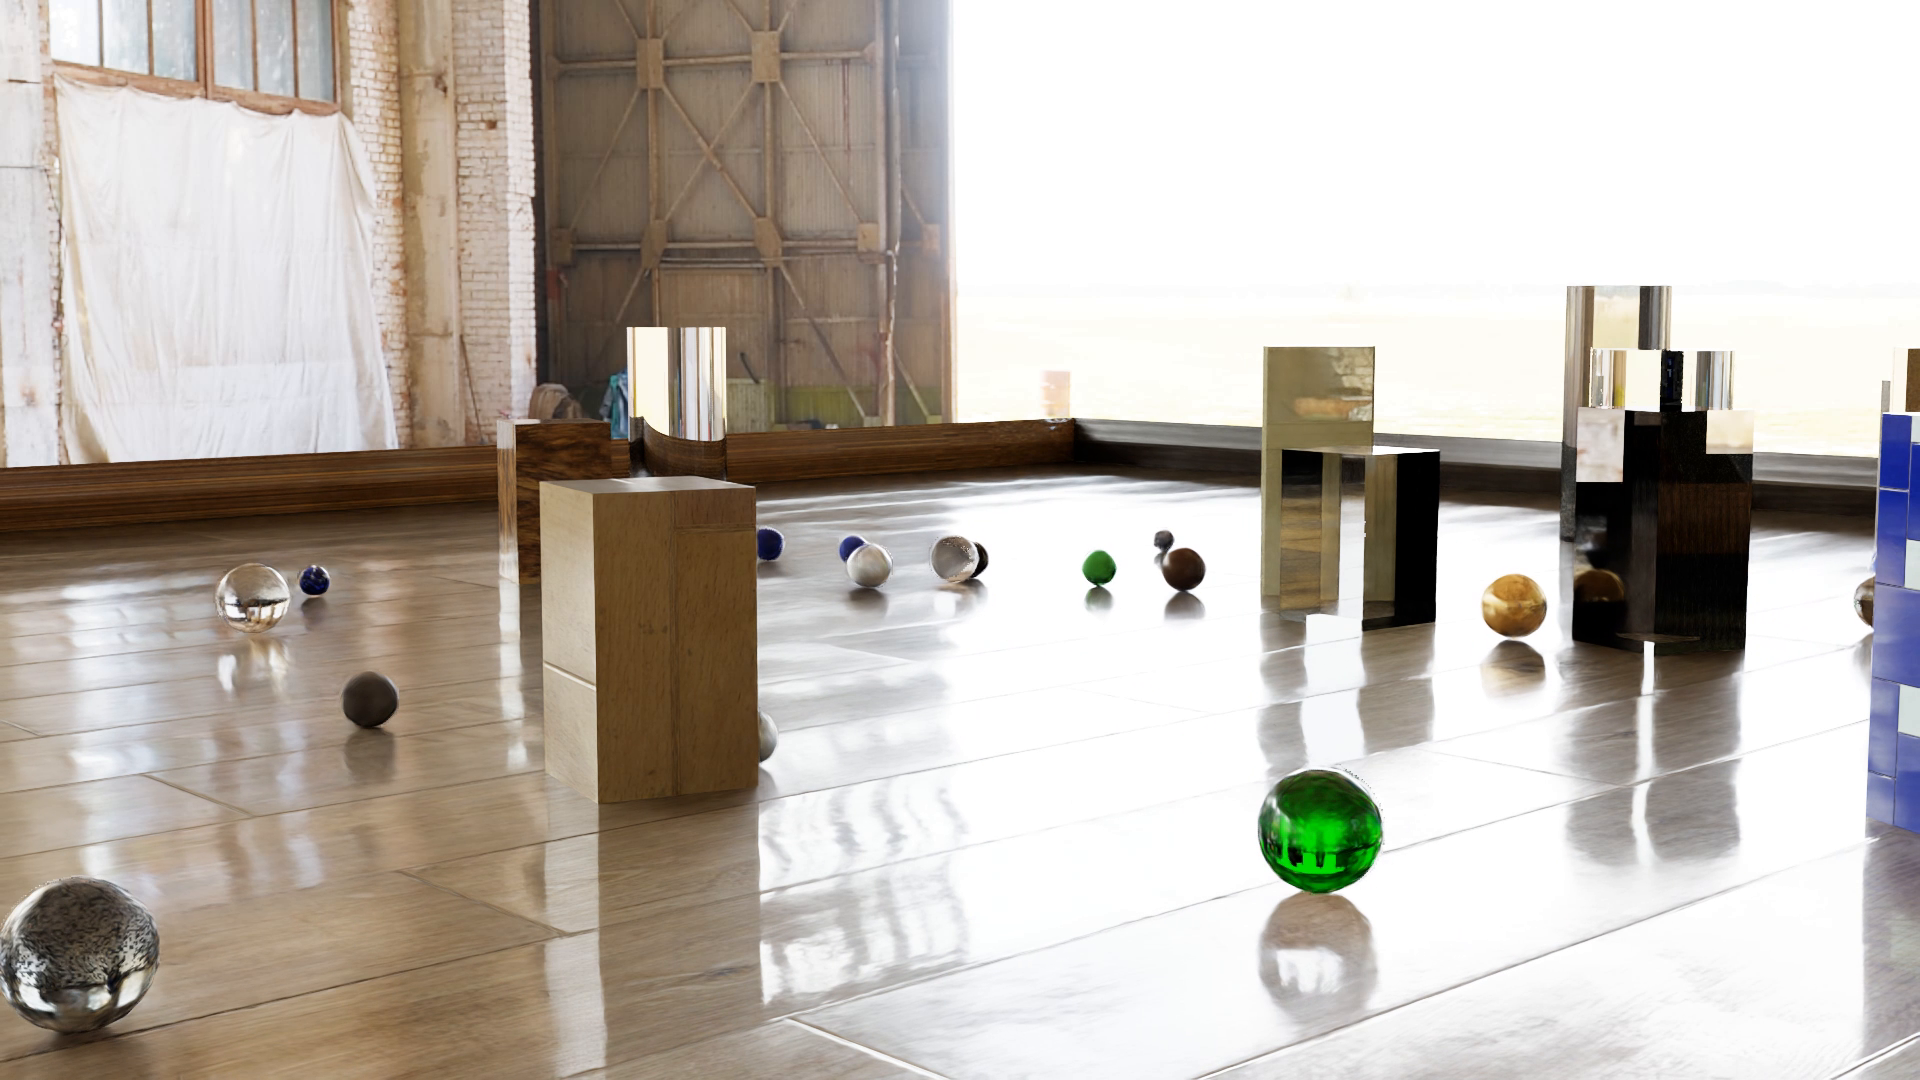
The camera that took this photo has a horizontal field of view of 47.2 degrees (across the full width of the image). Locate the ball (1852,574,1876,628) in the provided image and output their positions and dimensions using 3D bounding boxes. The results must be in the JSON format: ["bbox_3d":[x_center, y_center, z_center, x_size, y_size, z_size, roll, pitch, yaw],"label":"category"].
[{"bbox_3d":[1.287,0.086,3.060,0.082,0.082,0.082,0,6,0],"label":"ball"}]

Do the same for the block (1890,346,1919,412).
[{"bbox_3d":[1.483,-0.093,3.291,0.157,0.389,0.157,2,6,15],"label":"block"}]

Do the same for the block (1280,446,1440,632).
[{"bbox_3d":[0.572,-0.006,3.153,0.157,0.246,0.157,-5,8,-38],"label":"block"}]

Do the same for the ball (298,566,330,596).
[{"bbox_3d":[-1.007,0.064,3.432,0.047,0.047,0.047,0,6,0],"label":"ball"}]

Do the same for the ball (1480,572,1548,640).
[{"bbox_3d":[0.752,0.090,2.983,0.090,0.090,0.090,0,6,0],"label":"ball"}]

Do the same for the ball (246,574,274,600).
[{"bbox_3d":[-1.077,0.072,3.388,0.041,0.041,0.041,0,6,0],"label":"ball"}]

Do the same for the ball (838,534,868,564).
[{"bbox_3d":[-0.186,0.018,3.840,0.054,0.054,0.054,0,6,0],"label":"ball"}]

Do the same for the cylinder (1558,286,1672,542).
[{"bbox_3d":[1.264,-0.243,4.241,0.197,0.491,0.197,0,6,0],"label":"cylinder"}]

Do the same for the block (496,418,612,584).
[{"bbox_3d":[-0.676,-0.068,3.667,0.157,0.261,0.157,-2,6,-22],"label":"block"}]

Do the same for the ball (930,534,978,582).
[{"bbox_3d":[-0.009,0.030,3.610,0.079,0.079,0.079,0,6,0],"label":"ball"}]

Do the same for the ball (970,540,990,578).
[{"bbox_3d":[0.020,0.031,3.675,0.062,0.062,0.062,0,6,0],"label":"ball"}]

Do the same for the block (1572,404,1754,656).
[{"bbox_3d":[0.933,-0.018,2.925,0.157,0.315,0.157,-3,7,-24],"label":"block"}]

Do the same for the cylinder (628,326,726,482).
[{"bbox_3d":[-0.571,-0.224,4.446,0.197,0.410,0.197,0,6,0],"label":"cylinder"}]

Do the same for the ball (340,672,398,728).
[{"bbox_3d":[-0.632,0.171,2.355,0.060,0.060,0.060,0,6,0],"label":"ball"}]

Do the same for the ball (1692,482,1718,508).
[{"bbox_3d":[1.684,-0.102,4.969,0.058,0.058,0.058,0,6,0],"label":"ball"}]

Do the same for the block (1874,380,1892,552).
[{"bbox_3d":[1.588,-0.089,3.528,0.157,0.333,0.157,-4,7,-36],"label":"block"}]

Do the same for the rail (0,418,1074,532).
[{"bbox_3d":[-1.420,-0.127,4.862,4.822,0.128,0.045,-5,8,-42],"label":"rail"}]

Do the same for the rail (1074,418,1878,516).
[{"bbox_3d":[1.755,-0.135,4.942,0.045,0.128,4.234,-5,8,-42],"label":"rail"}]

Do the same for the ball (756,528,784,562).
[{"bbox_3d":[-0.342,0.008,3.910,0.061,0.061,0.061,0,6,0],"label":"ball"}]

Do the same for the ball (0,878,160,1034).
[{"bbox_3d":[-0.545,0.257,1.361,0.095,0.095,0.095,0,6,0],"label":"ball"}]

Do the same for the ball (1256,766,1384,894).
[{"bbox_3d":[0.276,0.222,1.685,0.096,0.096,0.096,0,6,0],"label":"ball"}]

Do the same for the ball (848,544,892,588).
[{"bbox_3d":[-0.145,0.042,3.529,0.071,0.071,0.071,0,6,0],"label":"ball"}]

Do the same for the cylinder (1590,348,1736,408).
[{"bbox_3d":[1.000,-0.078,3.150,0.197,0.389,0.197,0,6,0],"label":"cylinder"}]

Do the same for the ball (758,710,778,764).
[{"bbox_3d":[-0.206,0.193,2.152,0.056,0.056,0.056,0,6,0],"label":"ball"}]

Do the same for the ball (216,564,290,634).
[{"bbox_3d":[-0.977,0.081,3.037,0.097,0.097,0.097,0,6,0],"label":"ball"}]

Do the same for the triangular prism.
[{"bbox_3d":[0.559,-0.115,3.501,0.170,0.389,0.147,0,6,1],"label":"triangular prism"}]

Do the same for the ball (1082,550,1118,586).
[{"bbox_3d":[0.226,0.046,3.558,0.057,0.057,0.057,0,6,0],"label":"ball"}]

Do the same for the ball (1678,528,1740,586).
[{"bbox_3d":[1.215,0.026,3.565,0.095,0.095,0.095,0,6,0],"label":"ball"}]

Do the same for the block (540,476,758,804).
[{"bbox_3d":[-0.295,0.088,2.081,0.157,0.282,0.157,-3,7,-28],"label":"block"}]

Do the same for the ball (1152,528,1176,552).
[{"bbox_3d":[0.377,0.000,4.068,0.042,0.042,0.042,0,6,0],"label":"ball"}]

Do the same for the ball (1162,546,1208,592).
[{"bbox_3d":[0.356,0.046,3.487,0.072,0.072,0.072,0,6,0],"label":"ball"}]

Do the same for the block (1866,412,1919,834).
[{"bbox_3d":[0.896,0.073,1.869,0.157,0.356,0.157,-2,6,-15],"label":"block"}]

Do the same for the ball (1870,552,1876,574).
[{"bbox_3d":[1.470,0.043,3.437,0.089,0.089,0.089,0,6,0],"label":"ball"}]
